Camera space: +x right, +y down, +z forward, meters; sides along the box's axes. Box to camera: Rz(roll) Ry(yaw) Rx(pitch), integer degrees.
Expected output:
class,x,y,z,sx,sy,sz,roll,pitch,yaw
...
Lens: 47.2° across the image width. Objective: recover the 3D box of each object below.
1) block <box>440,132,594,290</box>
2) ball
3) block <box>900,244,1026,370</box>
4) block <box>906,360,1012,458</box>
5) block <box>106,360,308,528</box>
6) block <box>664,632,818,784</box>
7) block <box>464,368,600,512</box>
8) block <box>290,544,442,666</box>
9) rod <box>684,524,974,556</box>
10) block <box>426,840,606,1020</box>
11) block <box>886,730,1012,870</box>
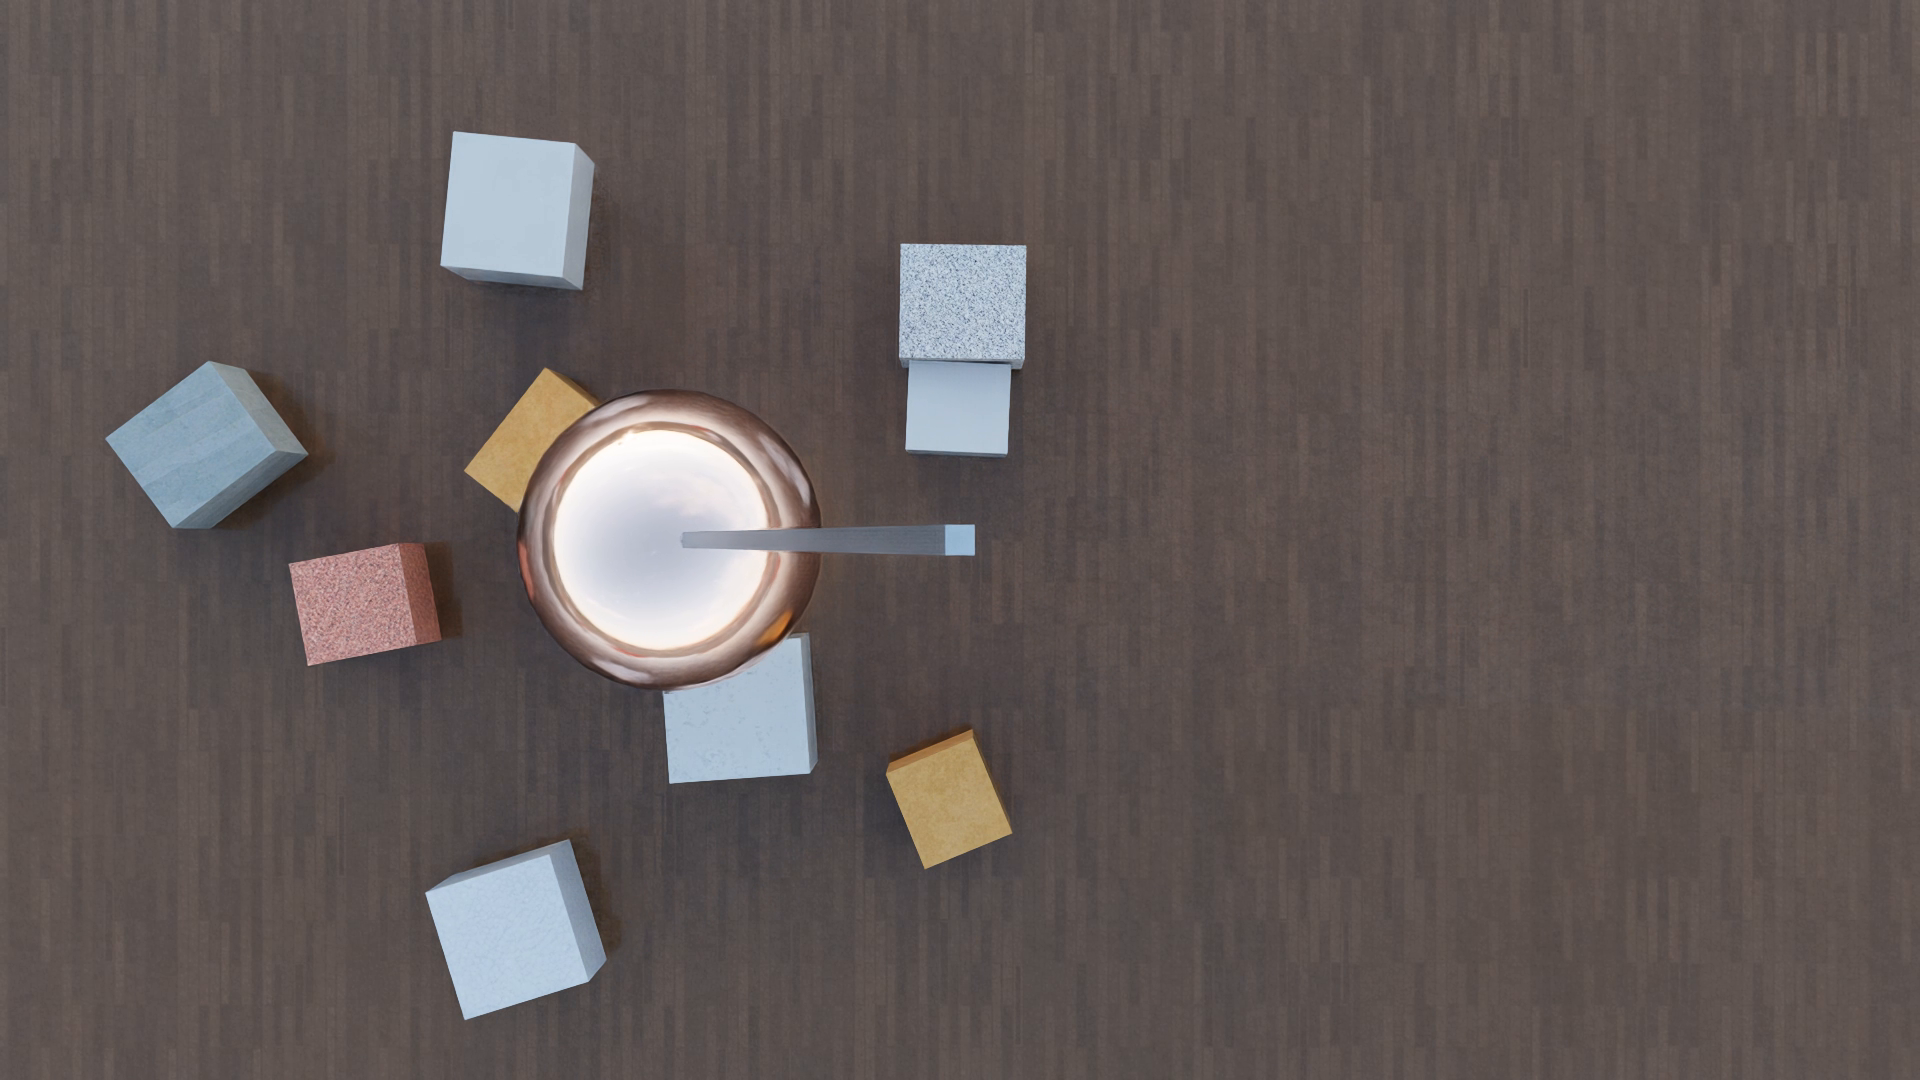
class,x,y,z,sx,sy,sz,roll,pitch,yaw
block,-2.538,-1.885,12.674,0.688,0.652,0.755,6,90,0
ball,-1.523,0.000,11.578,1.600,1.600,1.600,0,90,0
block,0.015,-1.331,12.635,0.700,0.731,0.633,1,90,0
block,-0.009,-0.752,12.713,0.576,0.575,0.505,3,90,0
block,-4.330,-0.538,12.688,0.729,0.625,0.631,-37,90,0
block,-1.258,0.953,12.644,0.786,0.712,0.759,-4,90,0
block,-2.240,-0.433,12.658,0.791,0.685,0.737,38,90,0
block,-3.425,0.364,12.704,0.627,0.592,0.584,-11,90,0
rod,-0.660,0.000,8.289,0.080,5.200,0.080,0,90,-15
block,-2.546,2.232,12.679,0.729,0.641,0.748,-17,90,0
block,-0.062,1.487,12.704,0.532,0.592,0.581,-22,90,0
